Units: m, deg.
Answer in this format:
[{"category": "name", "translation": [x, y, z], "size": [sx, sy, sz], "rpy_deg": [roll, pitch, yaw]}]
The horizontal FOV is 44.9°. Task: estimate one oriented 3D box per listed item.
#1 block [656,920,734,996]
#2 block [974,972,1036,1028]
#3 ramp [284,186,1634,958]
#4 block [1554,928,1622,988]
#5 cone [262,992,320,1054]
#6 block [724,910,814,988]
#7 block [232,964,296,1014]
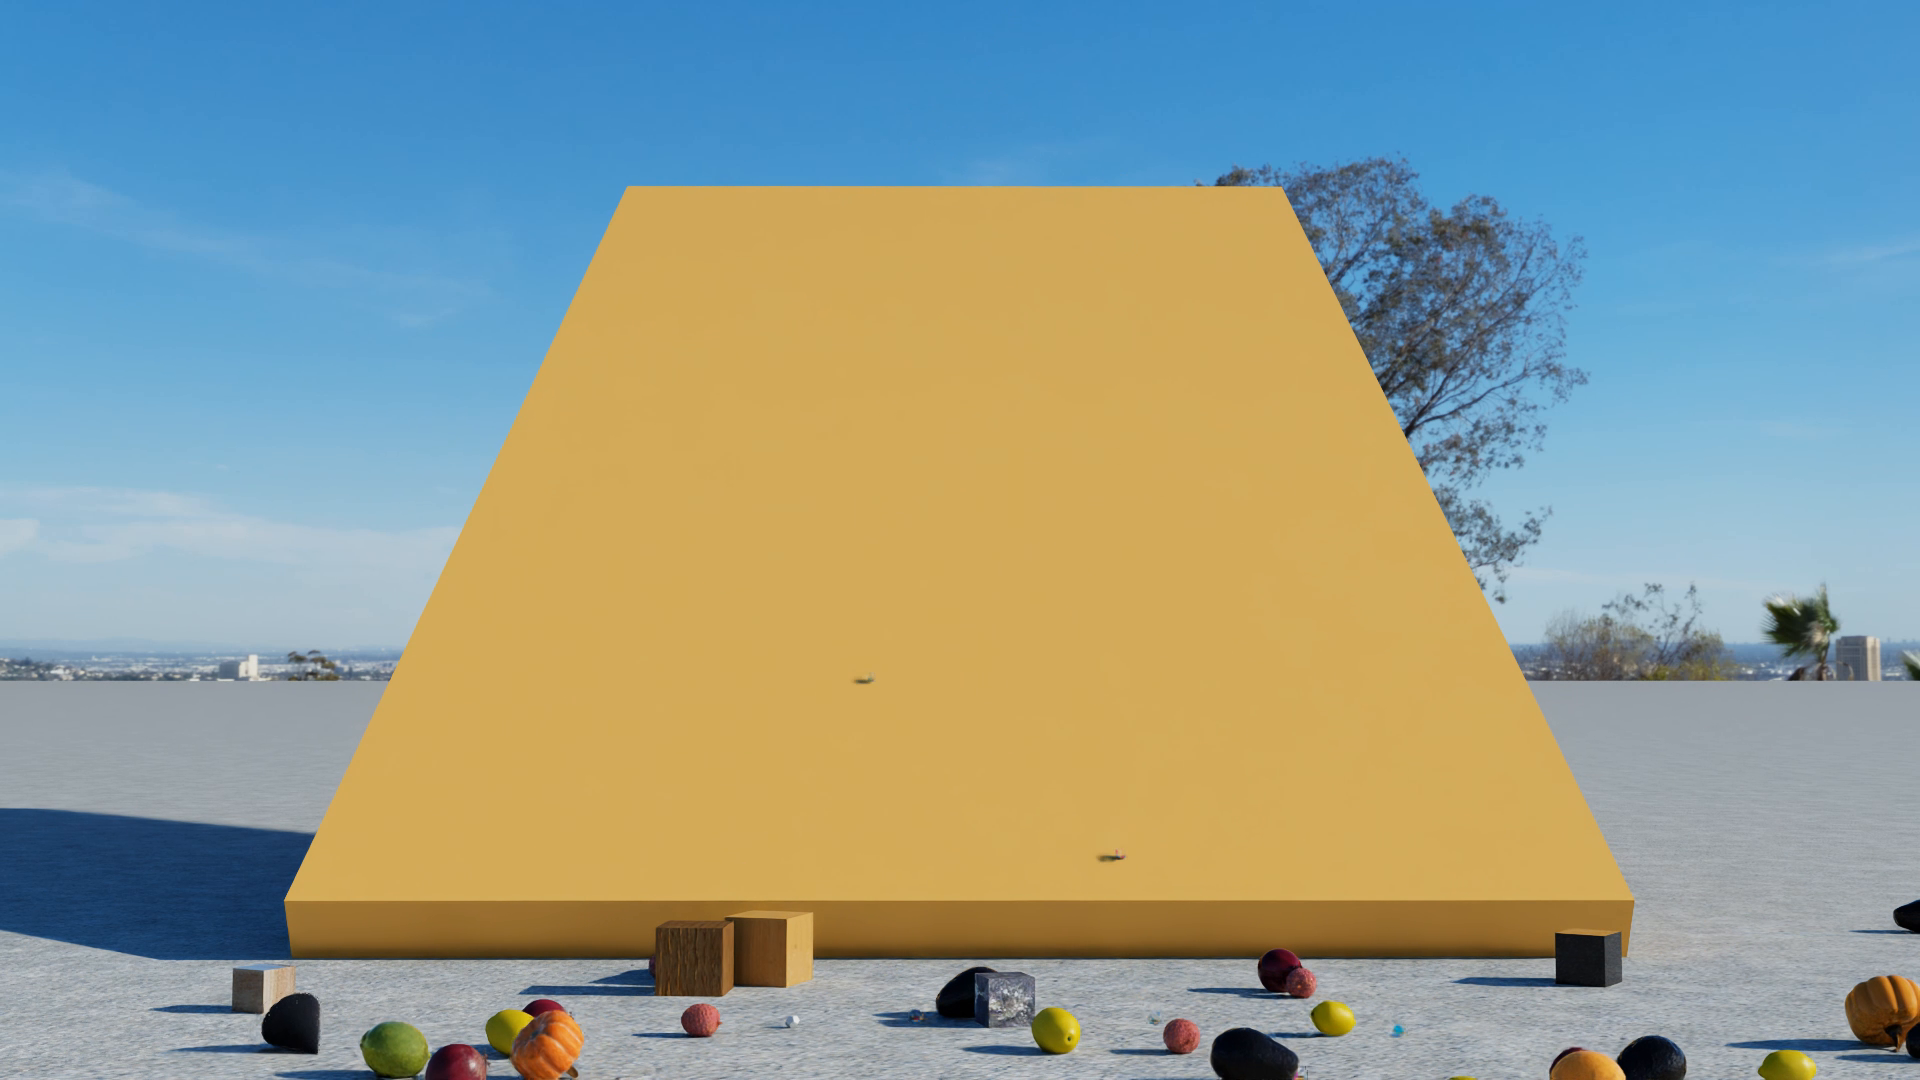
[{"category": "block", "translation": [-0.354, 0.559, 3.105], "size": [0.090, 0.090, 0.090], "rpy_deg": [0, -3, 4]}, {"category": "block", "translation": [0.054, 0.558, 2.820], "size": [0.058, 0.058, 0.058], "rpy_deg": [1, -3, -16]}, {"category": "ramp", "translation": [-0.008, -0.228, 5.290], "size": [2.000, 0.100, 4.000], "rpy_deg": [0, 24, 0]}, {"category": "block", "translation": [0.864, 0.574, 3.195], "size": [0.069, 0.069, 0.069], "rpy_deg": [-2, -4, 34]}, {"category": "cone", "translation": [-0.737, 0.559, 2.614], "size": [0.071, 0.071, 0.071], "rpy_deg": [3, 24, -44]}, {"category": "block", "translation": [-0.263, 0.563, 3.205], "size": [0.092, 0.092, 0.092], "rpy_deg": [-1, -4, 19]}, {"category": "block", "translation": [-0.880, 0.567, 2.936], "size": [0.054, 0.054, 0.054], "rpy_deg": [-2, -4, 29]}]
